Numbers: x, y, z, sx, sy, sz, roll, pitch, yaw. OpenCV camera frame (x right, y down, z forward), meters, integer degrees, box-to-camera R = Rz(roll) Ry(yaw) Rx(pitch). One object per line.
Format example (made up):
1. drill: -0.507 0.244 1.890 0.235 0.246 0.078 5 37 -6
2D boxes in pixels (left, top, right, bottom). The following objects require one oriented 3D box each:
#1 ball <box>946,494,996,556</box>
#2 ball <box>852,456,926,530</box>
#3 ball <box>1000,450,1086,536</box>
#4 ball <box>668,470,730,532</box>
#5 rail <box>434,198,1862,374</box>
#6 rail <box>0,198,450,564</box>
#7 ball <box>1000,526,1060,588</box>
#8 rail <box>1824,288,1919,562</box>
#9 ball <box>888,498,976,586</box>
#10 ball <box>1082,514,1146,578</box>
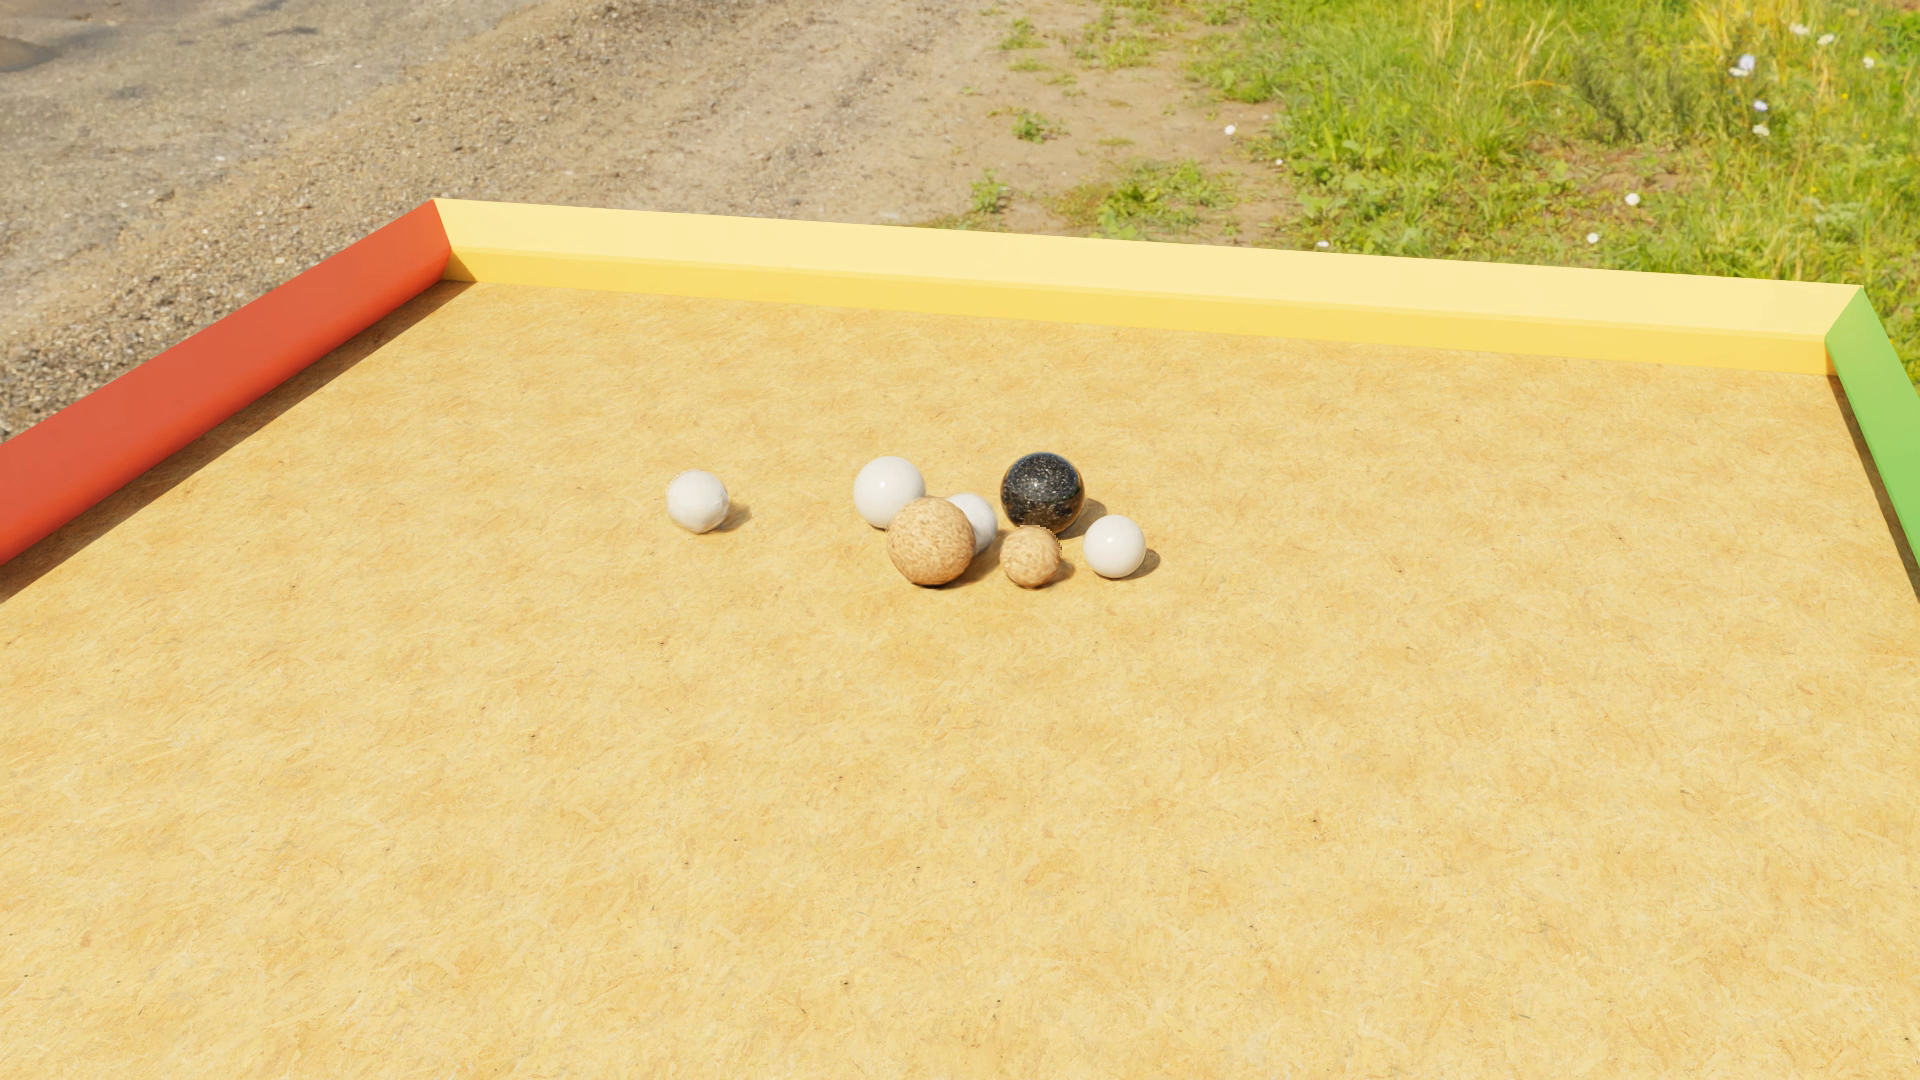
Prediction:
1. ball: 0.006 -0.017 2.484 0.072 0.072 0.072 0 23 0
2. ball: -0.082 -0.055 2.555 0.086 0.086 0.086 0 23 0
3. ball: 0.095 -0.053 2.533 0.100 0.100 0.100 0 23 0
4. ball: -0.303 -0.044 2.548 0.072 0.072 0.072 0 23 0
5. rail: 0.200 -0.373 3.232 2.115 0.129 0.045 5 24 12
6. rail: -1.214 0.245 1.804 0.045 0.129 3.709 5 24 12
7. ball: 0.077 0.019 2.410 0.066 0.066 0.066 0 23 0
8. rail: 0.802 0.428 1.383 0.045 0.129 3.709 5 24 12
9. ball: -0.031 0.002 2.410 0.096 0.096 0.096 0 23 0
10. ball: 0.171 0.007 2.431 0.070 0.070 0.070 0 23 0
